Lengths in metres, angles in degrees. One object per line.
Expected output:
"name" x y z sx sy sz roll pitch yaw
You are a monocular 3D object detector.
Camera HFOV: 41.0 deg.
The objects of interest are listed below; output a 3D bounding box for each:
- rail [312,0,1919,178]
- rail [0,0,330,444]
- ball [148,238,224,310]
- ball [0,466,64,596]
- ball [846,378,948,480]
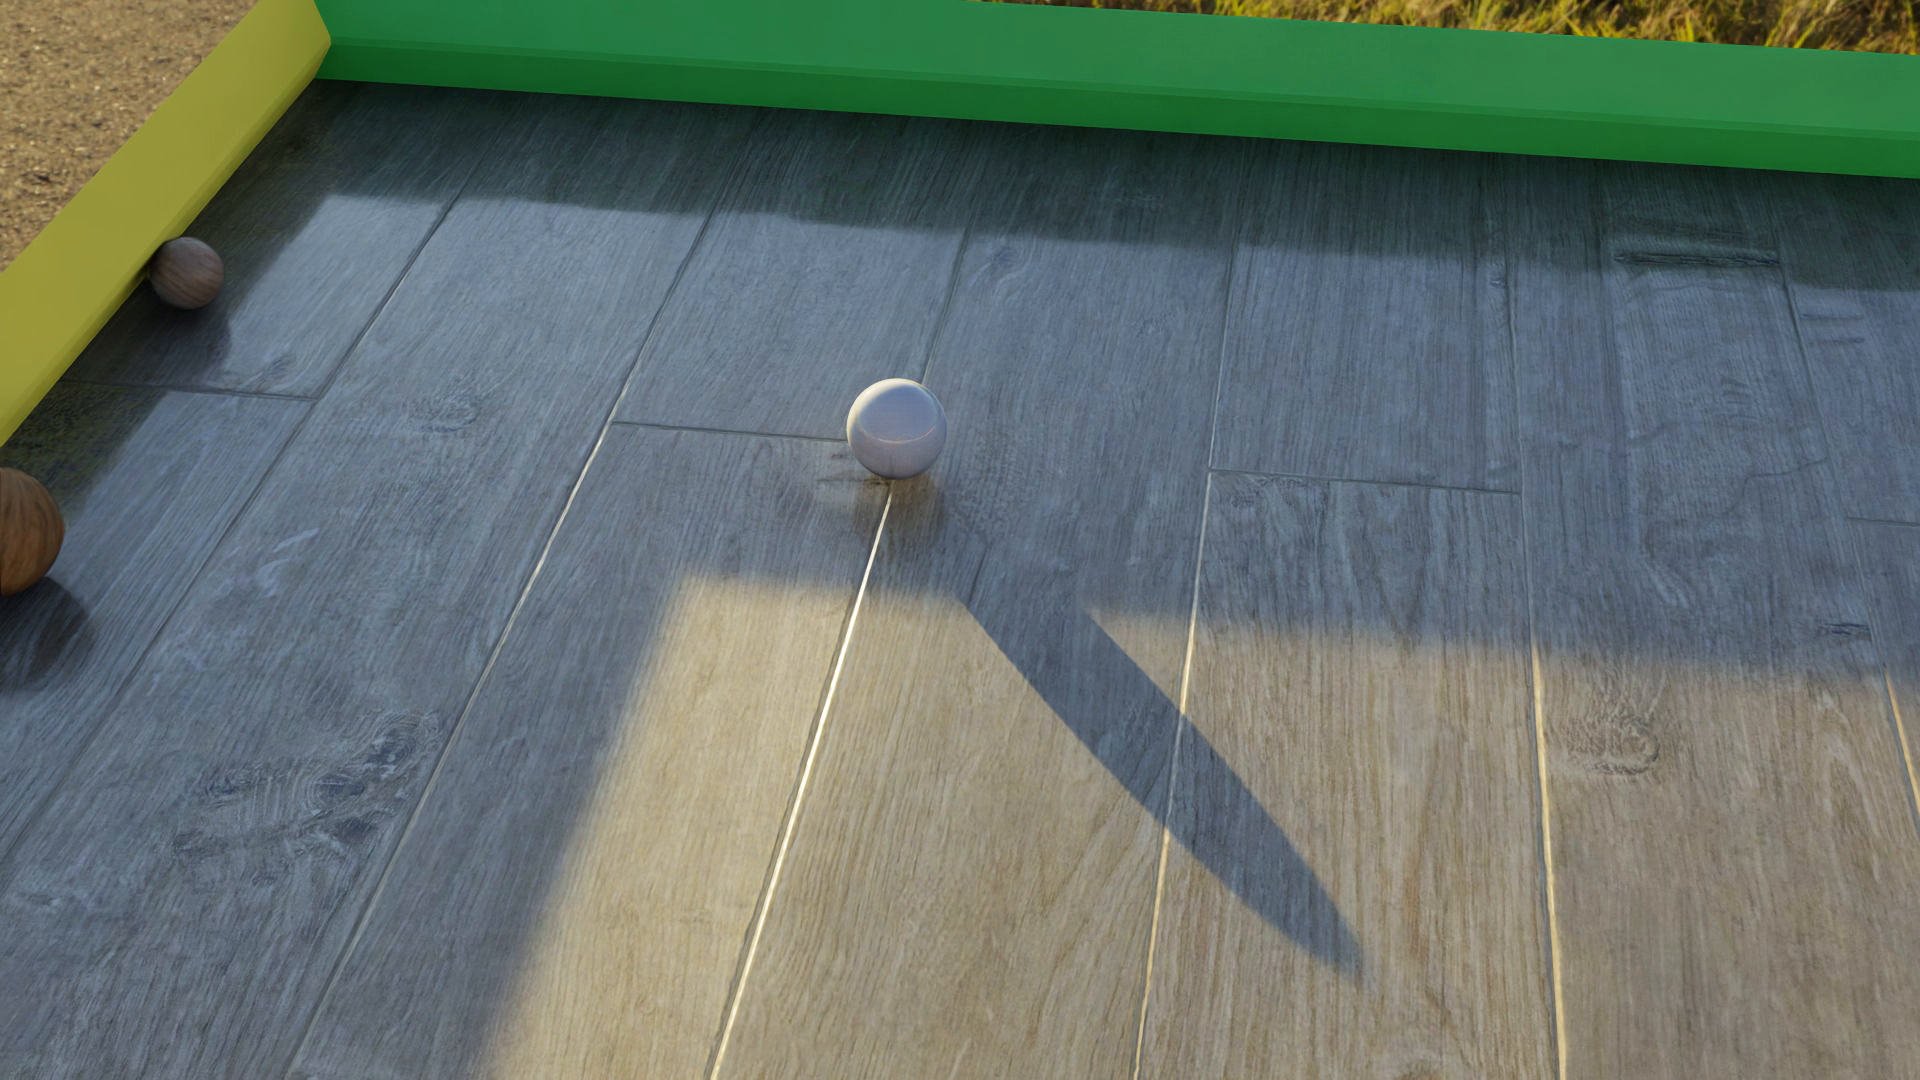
"rail" 0.914 -0.396 2.456 3.234 0.126 0.045 5 35 7
"rail" -0.777 -0.084 2.001 0.045 0.126 1.627 5 35 7
"ball" -0.688 -0.237 2.282 0.064 0.064 0.064 0 34 0
"ball" -0.721 -0.007 1.917 0.097 0.097 0.097 0 34 0
"ball" -0.050 -0.089 2.050 0.081 0.081 0.081 0 34 0
